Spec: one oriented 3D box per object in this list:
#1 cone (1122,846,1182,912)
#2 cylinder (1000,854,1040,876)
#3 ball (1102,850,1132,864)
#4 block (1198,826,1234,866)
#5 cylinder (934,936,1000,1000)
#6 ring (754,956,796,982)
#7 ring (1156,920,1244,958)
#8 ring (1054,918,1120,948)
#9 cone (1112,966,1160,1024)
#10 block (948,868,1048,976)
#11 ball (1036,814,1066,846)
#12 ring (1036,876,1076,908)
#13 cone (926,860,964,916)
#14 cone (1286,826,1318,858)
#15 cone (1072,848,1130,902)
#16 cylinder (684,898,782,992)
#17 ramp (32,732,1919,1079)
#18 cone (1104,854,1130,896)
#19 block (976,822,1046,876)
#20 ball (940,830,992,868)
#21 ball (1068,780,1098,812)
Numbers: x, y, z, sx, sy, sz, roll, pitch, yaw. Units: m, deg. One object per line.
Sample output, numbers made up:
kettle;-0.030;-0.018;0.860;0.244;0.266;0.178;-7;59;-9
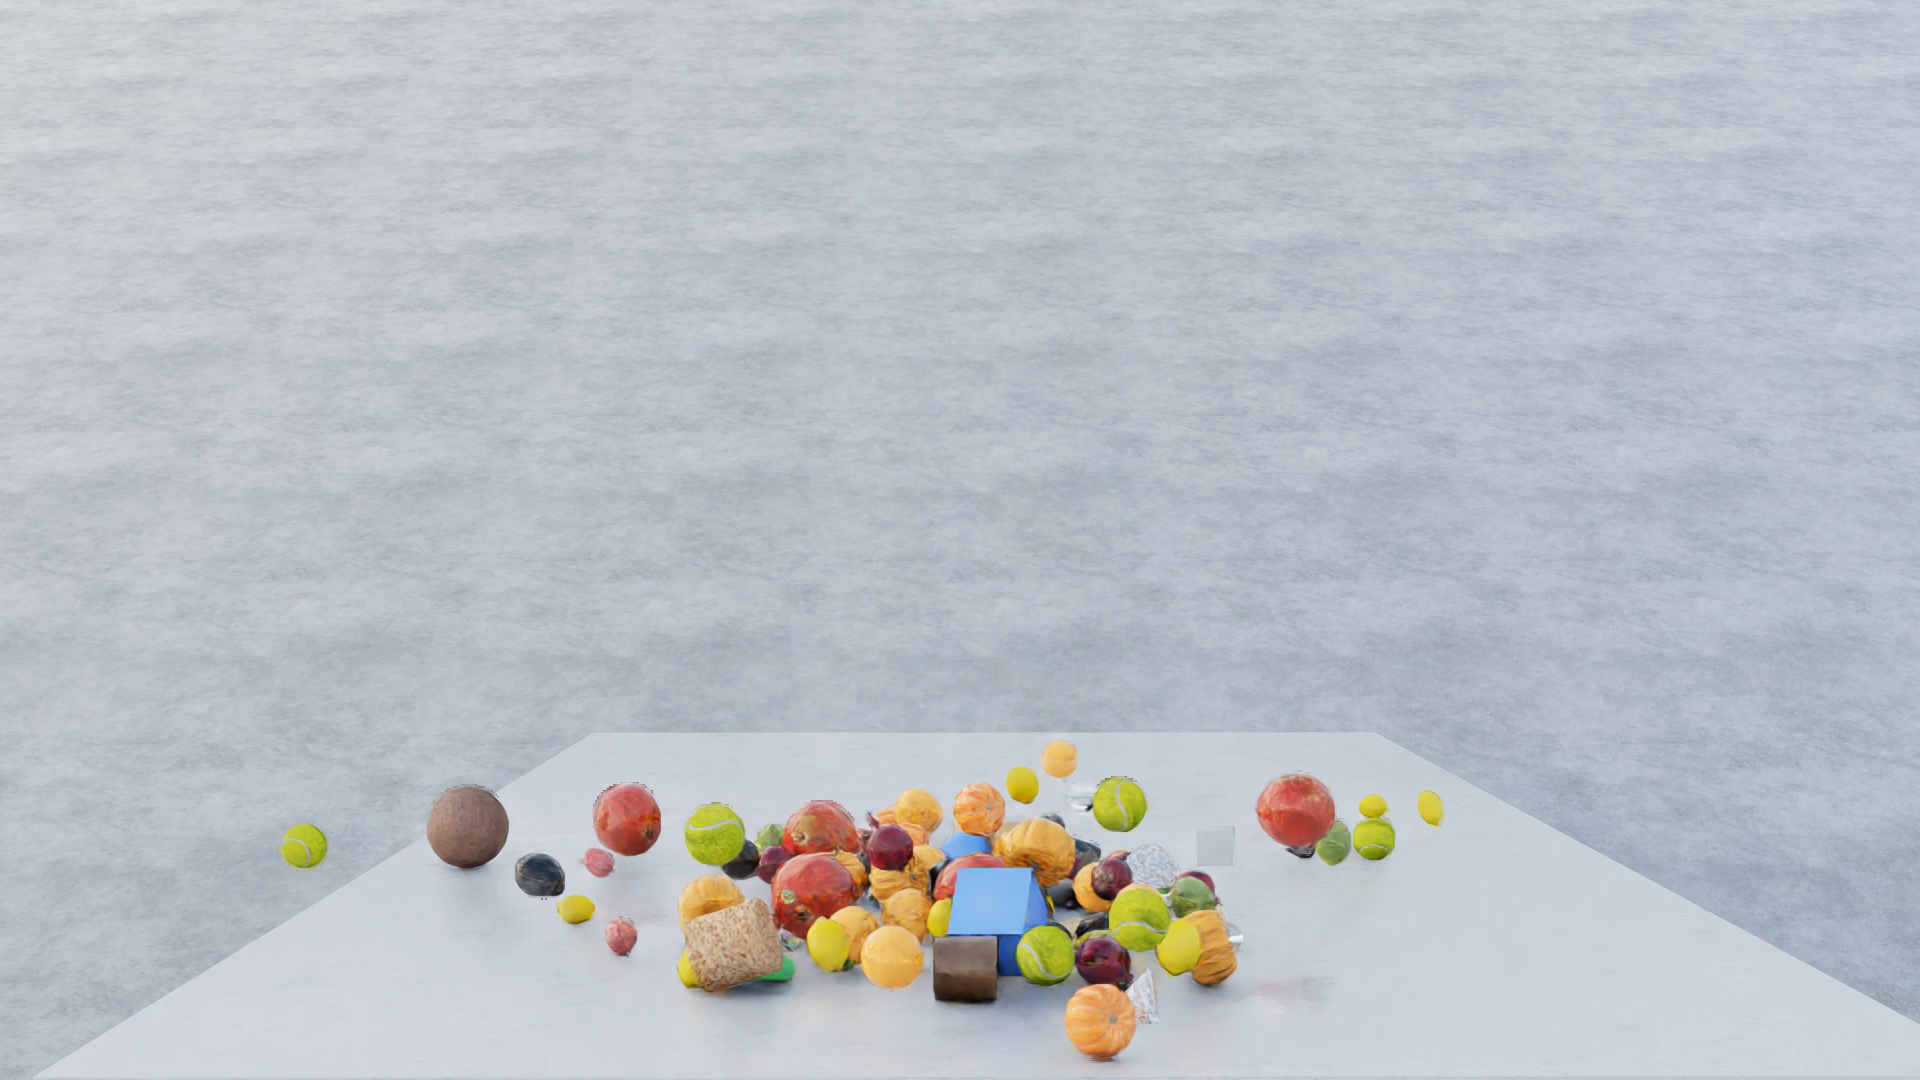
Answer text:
cone;0.256;0.496;3.722;0.096;0.096;0.096;-17;-9;-29
cylinder;0.088;0.489;3.801;0.052;0.052;0.052;-5;-1;-10
ball;0.242;0.495;3.865;0.061;0.061;0.061;0;28;0
block;0.413;0.493;4.167;0.057;0.057;0.057;0;1;8
cylinder;0.008;0.499;3.011;0.073;0.073;0.073;-1;28;4
ring;-0.242;0.517;3.125;0.087;0.029;0.087;3;-10;0
ring;0.310;0.514;3.334;0.113;0.038;0.113;1;0;0
ring;0.168;0.517;3.403;0.088;0.029;0.088;1;2;0
cone;0.204;0.502;2.883;0.057;0.057;0.057;14;8;-2
block;0.046;0.461;3.116;0.092;0.092;0.092;-3;48;15
ball;0.153;0.492;4.393;0.055;0.055;0.055;0;28;0
ring;0.110;0.507;3.713;0.118;0.039;0.118;-4;-1;0
cone;-0.025;0.510;3.665;0.080;0.080;0.080;10;32;19
cone;0.544;0.499;4.204;0.055;0.055;0.055;20;22;33
cone;0.210;0.507;3.762;0.086;0.086;0.086;27;29;-4
cylinder;-0.267;0.479;3.052;0.089;0.089;0.089;-18;27;7
ramp;0.063;0.567;4.607;2.000;0.100;4.000;0;1;0
cone;0.227;0.489;3.822;0.061;0.061;0.061;-21;20;-35
block;0.079;0.484;4.016;0.079;0.079;0.079;1;1;39
ball;0.010;0.485;3.971;0.079;0.079;0.079;0;28;0
ball;0.232;0.484;4.879;0.058;0.058;0.058;0;28;0
